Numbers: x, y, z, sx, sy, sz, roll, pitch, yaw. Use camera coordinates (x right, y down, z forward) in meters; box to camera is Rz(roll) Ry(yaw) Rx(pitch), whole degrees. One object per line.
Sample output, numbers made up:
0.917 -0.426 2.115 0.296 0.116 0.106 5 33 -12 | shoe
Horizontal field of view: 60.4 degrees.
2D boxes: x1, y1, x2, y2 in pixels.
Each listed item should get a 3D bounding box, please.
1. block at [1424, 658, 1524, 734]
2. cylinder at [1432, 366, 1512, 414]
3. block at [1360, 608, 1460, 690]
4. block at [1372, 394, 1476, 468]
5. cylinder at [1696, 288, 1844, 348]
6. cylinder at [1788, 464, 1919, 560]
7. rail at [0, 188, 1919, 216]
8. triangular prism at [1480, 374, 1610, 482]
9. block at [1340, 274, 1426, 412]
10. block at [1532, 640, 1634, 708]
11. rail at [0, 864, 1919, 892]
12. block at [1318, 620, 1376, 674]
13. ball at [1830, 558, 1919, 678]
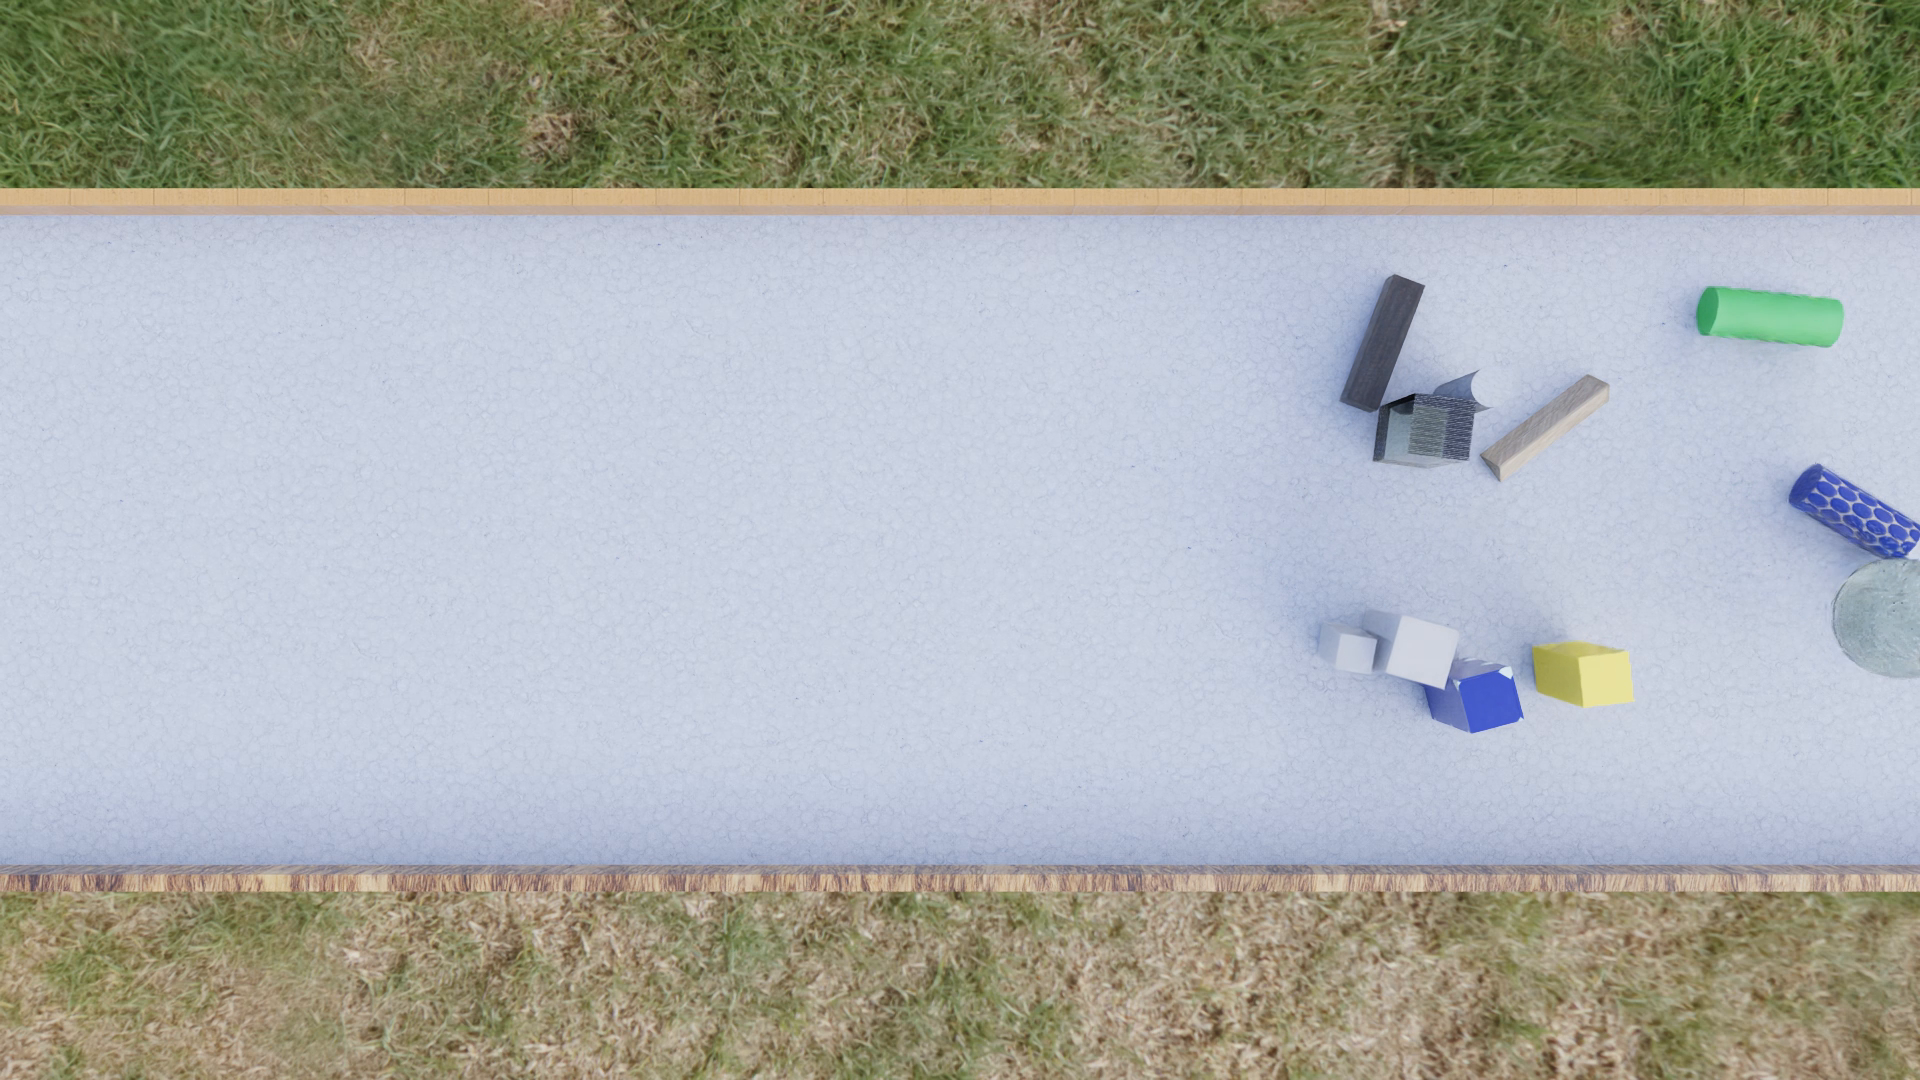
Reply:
1.509 0.456 4.883 0.157 0.388 0.157 -15 90 0 | block
1.513 -0.432 4.893 0.117 0.361 0.117 0 88 -2 | cylinder
1.305 0.315 4.851 0.169 0.447 0.169 16 90 1 | block
1.361 -0.316 4.858 0.172 0.433 0.172 7 90 1 | block
2.455 -0.676 5.004 0.377 0.146 0.146 6 90 0 | cylinder
2.713 -0.079 5.004 0.345 0.145 0.145 31 90 0 | cylinder
-2.247 -1.025 5.002 12.000 0.150 0.050 0 90 0 | rail
1.796 -0.344 5.029 0.415 0.091 0.105 -37 90 0 | triangular prism
1.286 -0.597 5.026 0.100 0.100 0.403 21 90 0 | block
1.840 0.393 4.885 0.144 0.379 0.144 -7 91 0 | block
-2.247 1.025 5.001 12.000 0.150 0.050 0 90 0 | rail
1.145 0.317 4.892 0.103 0.357 0.103 9 94 4 | block
2.786 0.231 4.897 0.358 0.358 0.358 0 90 0 | ball
